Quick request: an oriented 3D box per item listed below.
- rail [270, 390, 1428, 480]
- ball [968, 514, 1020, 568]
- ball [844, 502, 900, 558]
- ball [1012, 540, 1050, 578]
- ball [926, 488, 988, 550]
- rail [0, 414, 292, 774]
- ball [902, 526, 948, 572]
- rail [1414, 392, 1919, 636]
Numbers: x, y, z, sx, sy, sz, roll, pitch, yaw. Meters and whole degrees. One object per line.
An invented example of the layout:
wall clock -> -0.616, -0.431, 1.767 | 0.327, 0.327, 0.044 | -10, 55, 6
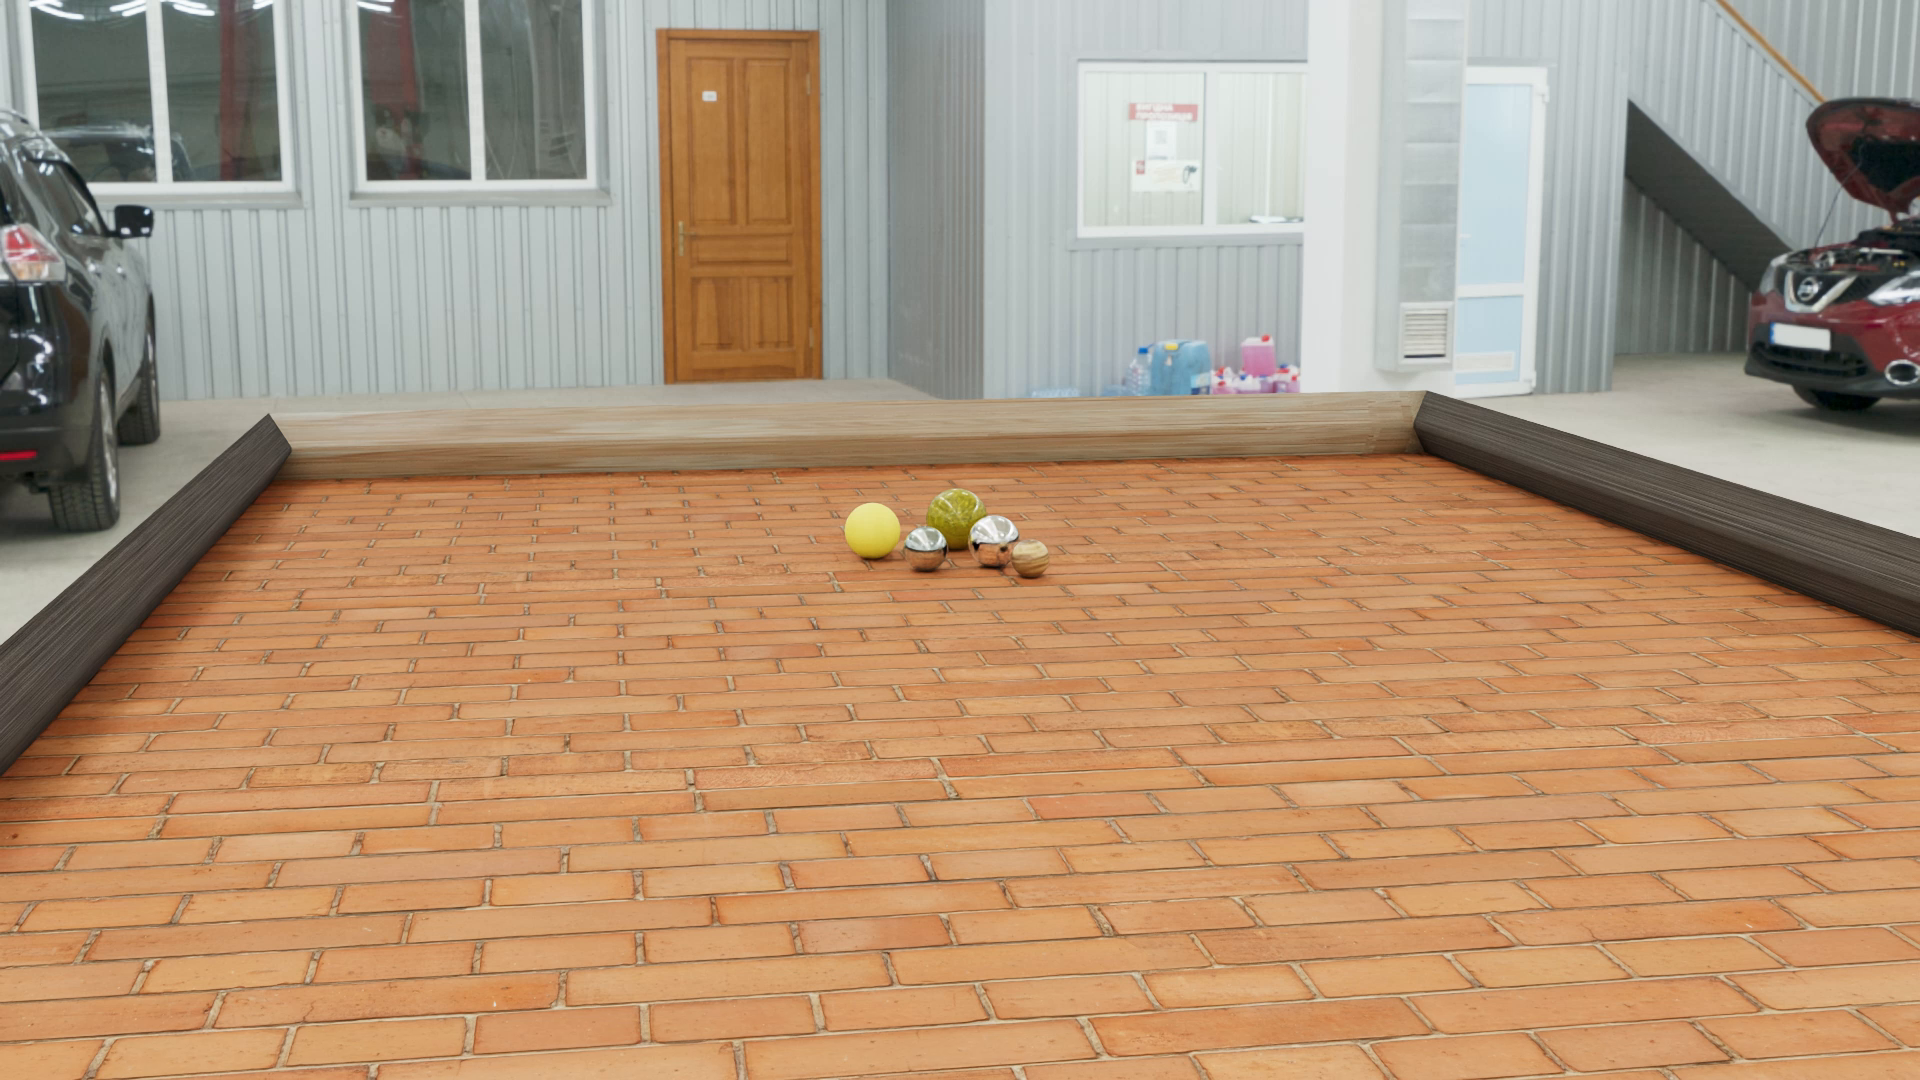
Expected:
rail -> -0.166, -0.204, 4.265 | 2.269, 0.125, 0.045 | -2, 11, -9
ball -> 0.051, 0.002, 3.275 | 0.078, 0.078, 0.078 | 0, 10, 0
ball -> -0.133, -0.014, 3.344 | 0.085, 0.085, 0.085 | 0, 10, 0
ball -> 0.103, 0.027, 3.202 | 0.056, 0.056, 0.056 | 0, 10, 0
ball -> -0.005, -0.032, 3.413 | 0.096, 0.096, 0.096 | 0, 10, 0
rail -> -0.926, 0.192, 2.105 | 0.045, 0.125, 4.130 | -2, 11, -9
ball -> -0.051, 0.013, 3.246 | 0.067, 0.067, 0.067 | 0, 10, 0
rail -> 1.266, 0.126, 2.465 | 0.045, 0.125, 4.130 | -2, 11, -9
